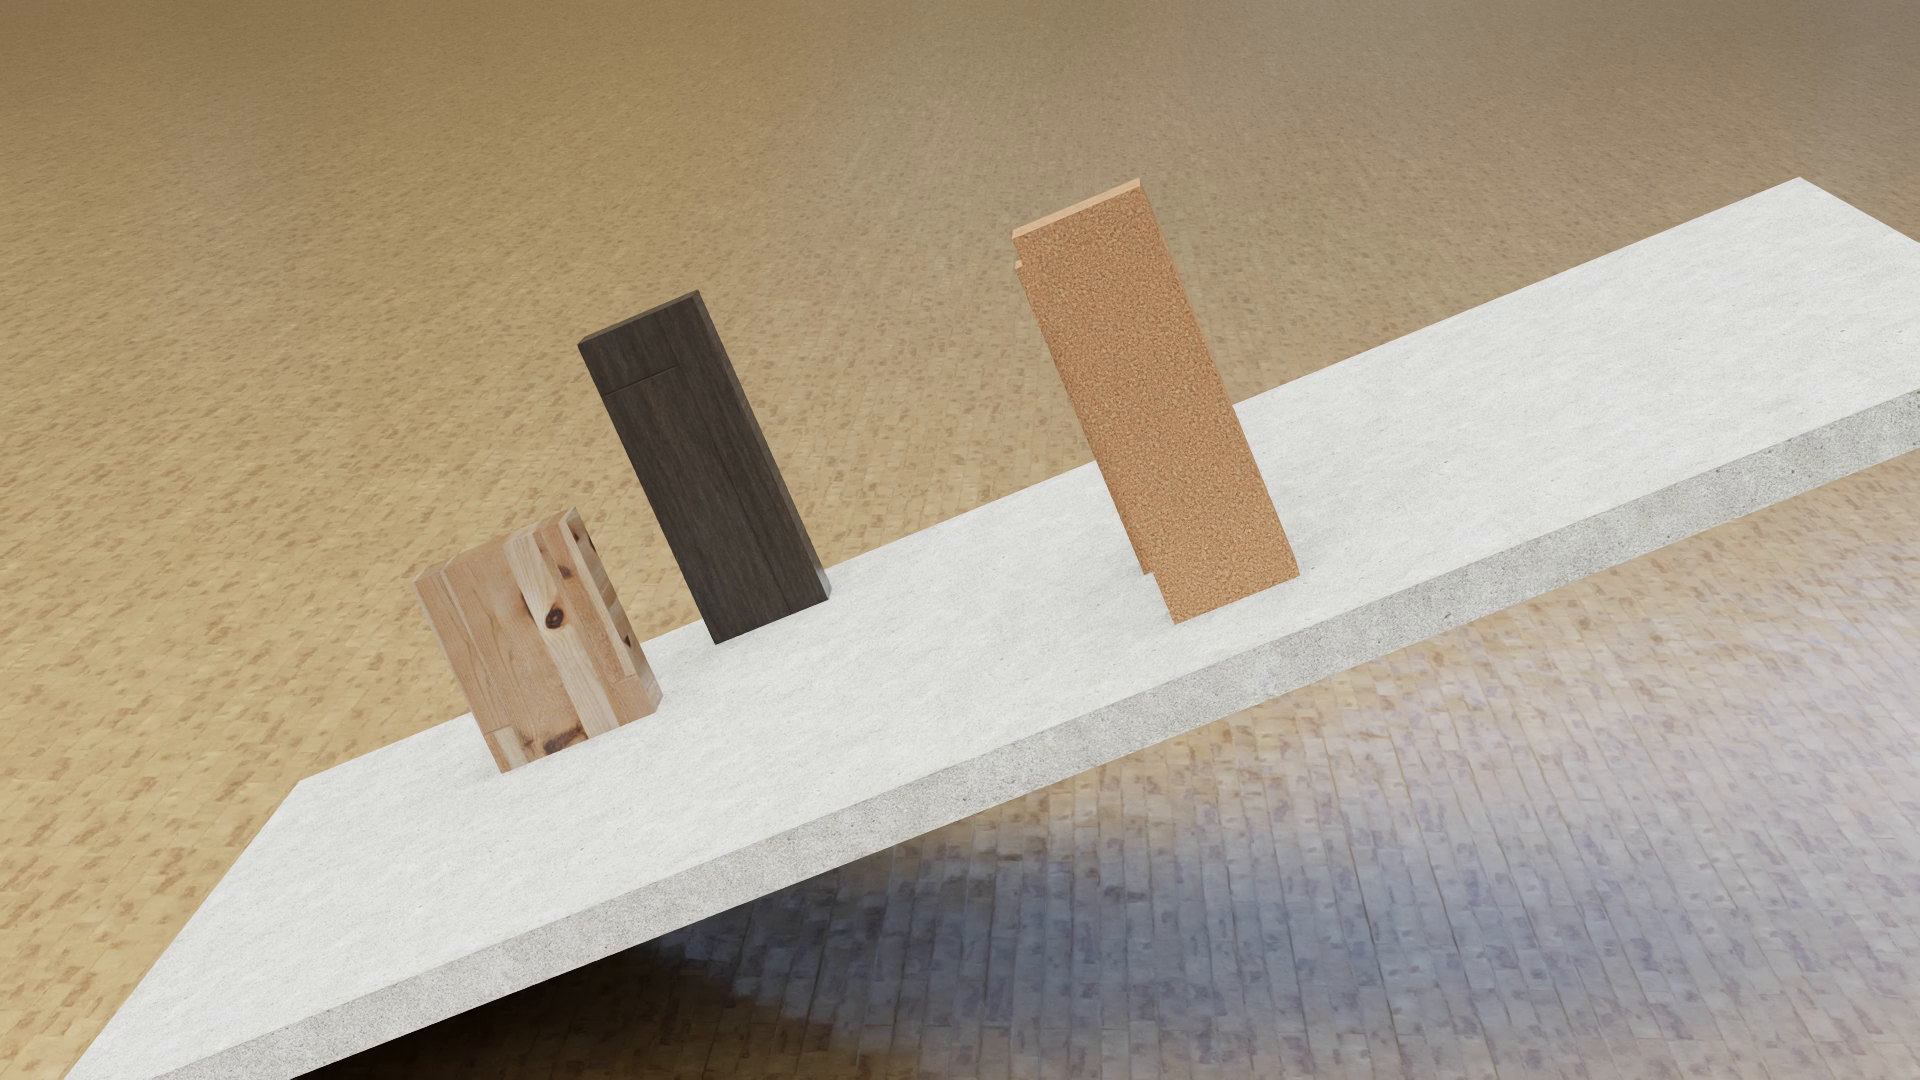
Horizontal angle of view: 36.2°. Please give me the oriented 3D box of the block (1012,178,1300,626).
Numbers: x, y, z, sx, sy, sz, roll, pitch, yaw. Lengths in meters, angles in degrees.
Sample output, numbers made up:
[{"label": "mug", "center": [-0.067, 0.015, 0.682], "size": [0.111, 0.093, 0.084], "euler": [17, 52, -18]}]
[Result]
[{"label": "block", "center": [0.371, -0.257, 5.536], "size": [0.255, 0.799, 0.116], "euler": [-22, 12, 8]}]

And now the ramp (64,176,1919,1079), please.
[{"label": "ramp", "center": [0.128, 0.172, 6.287], "size": [4.000, 0.100, 2.000], "euler": [-22, 12, 8]}]

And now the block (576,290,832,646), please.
[{"label": "block", "center": [-0.600, -0.169, 6.969], "size": [0.297, 0.789, 0.103], "euler": [-22, 12, 8]}]

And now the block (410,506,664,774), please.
[{"label": "block", "center": [-0.957, 0.228, 6.670], "size": [0.387, 0.484, 0.131], "euler": [-22, 12, 8]}]

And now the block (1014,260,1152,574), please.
[{"label": "block", "center": [0.367, -0.295, 5.970], "size": [0.264, 0.684, 0.097], "euler": [-22, 12, 8]}]
